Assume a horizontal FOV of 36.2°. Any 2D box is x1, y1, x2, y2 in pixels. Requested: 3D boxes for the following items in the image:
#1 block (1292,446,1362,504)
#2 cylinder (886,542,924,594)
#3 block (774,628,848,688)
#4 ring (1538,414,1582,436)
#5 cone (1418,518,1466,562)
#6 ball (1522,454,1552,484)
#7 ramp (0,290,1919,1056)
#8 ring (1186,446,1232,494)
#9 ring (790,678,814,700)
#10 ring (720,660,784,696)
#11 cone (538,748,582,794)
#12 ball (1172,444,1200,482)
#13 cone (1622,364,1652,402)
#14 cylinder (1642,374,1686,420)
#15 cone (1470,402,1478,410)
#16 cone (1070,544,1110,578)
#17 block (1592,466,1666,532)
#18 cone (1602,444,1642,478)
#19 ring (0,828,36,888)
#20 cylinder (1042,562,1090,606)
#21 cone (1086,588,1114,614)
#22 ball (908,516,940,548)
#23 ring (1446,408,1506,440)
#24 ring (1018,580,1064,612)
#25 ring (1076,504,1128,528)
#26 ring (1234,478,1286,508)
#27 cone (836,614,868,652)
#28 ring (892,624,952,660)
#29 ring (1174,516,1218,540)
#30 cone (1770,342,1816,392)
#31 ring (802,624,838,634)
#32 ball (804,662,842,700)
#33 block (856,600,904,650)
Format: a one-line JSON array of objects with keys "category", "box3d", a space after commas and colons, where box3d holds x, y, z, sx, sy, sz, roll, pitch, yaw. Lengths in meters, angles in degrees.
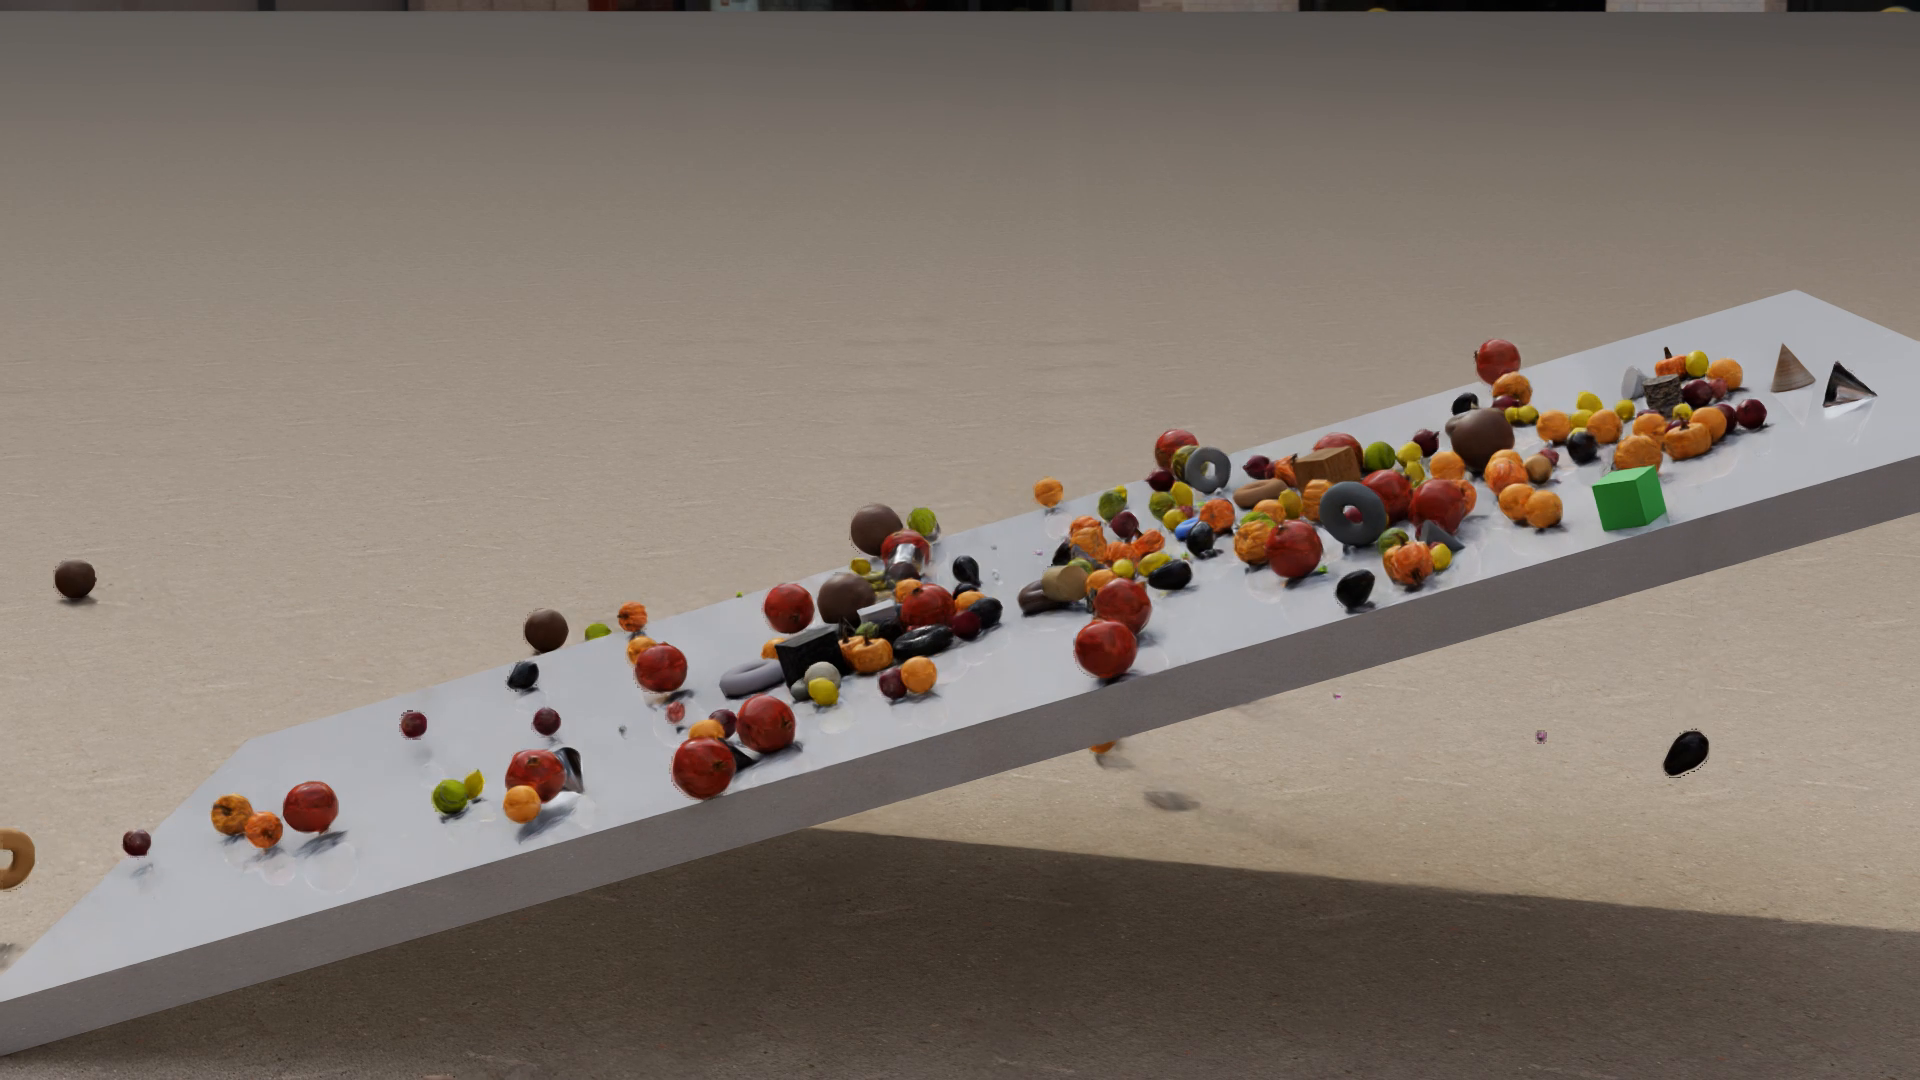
[{"category": "block", "box3d": [0.795, -0.140, 6.352, 0.096, 0.096, 0.096, -24, 12, -35]}, {"category": "cylinder", "box3d": [-0.127, 0.065, 6.747, 0.085, 0.085, 0.085, -1, 42, -3]}, {"category": "block", "box3d": [-0.307, 0.247, 6.082, 0.097, 0.097, 0.097, -22, 11, -27]}, {"category": "ring", "box3d": [1.285, -0.246, 6.296, 0.093, 0.031, 0.093, -17, 8, 3]}, {"category": "cone", "box3d": [0.910, 0.007, 5.523, 0.083, 0.083, 0.083, 10, 11, -2]}, {"category": "ball", "box3d": [1.151, -0.141, 5.866, 0.060, 0.060, 0.060, 0, 11, 0]}, {"category": "ramp", "box3d": [0.093, 0.186, 6.317, 4.000, 0.100, 2.000, -16, 10, 5]}, {"category": "ring", "box3d": [0.575, -0.162, 6.813, 0.109, 0.109, 0.036, -1, 3, -3]}, {"category": "ring", "box3d": [-0.299, 0.298, 5.980, 0.097, 0.032, 0.097, -15, 14, 4]}, {"category": "ring", "box3d": [-0.440, 0.290, 6.218, 0.141, 0.047, 0.141, -15, 11, 3]}, {"category": "cone", "box3d": [-0.763, 0.473, 5.769, 0.097, 0.097, 0.097, -8, 30, -34]}, {"category": "ball", "box3d": [0.549, -0.182, 7.010, 0.091, 0.091, 0.091, 0, 11, 0]}, {"category": "cone", "box3d": [1.498, -0.336, 6.414, 0.082, 0.082, 0.082, 10, 9, -10]}, {"category": "cylinder", "box3d": [1.473, -0.299, 6.147, 0.075, 0.075, 0.075, -17, 10, 3]}, {"category": "cone", "box3d": [1.180, -0.276, 6.647, 0.060, 0.060, 0.060, 13, 14, 11]}, {"category": "cone", "box3d": [0.279, 0.059, 6.286, 0.092, 0.092, 0.092, 11, 12, 3]}, {"category": "block", "box3d": [1.212, -0.076, 5.326, 0.087, 0.087, 0.087, -9, 13, 40]}, {"category": "cone", "box3d": [1.292, -0.141, 5.699, 0.078, 0.078, 0.078, 10, 11, -1]}, {"category": "ring", "box3d": [-2.031, 0.677, 6.250, 0.134, 0.134, 0.045, -8, 16, -36]}, {"category": "cylinder", "box3d": [0.217, 0.089, 6.043, 0.074, 0.074, 0.074, -6, 18, -29]}, {"category": "cone", "box3d": [0.290, 0.127, 5.951, 0.053, 0.053, 0.053, 8, 9, -16]}, {"category": "ball", "box3d": [-0.087, -0.021, 7.235, 0.078, 0.078, 0.078, 0, 11, 0]}, {"category": "ring", "box3d": [1.150, -0.260, 6.562, 0.137, 0.046, 0.137, -15, 10, 3]}, {"category": "ring", "box3d": [0.188, 0.111, 6.144, 0.141, 0.047, 0.141, -16, 11, 3]}, {"category": "ring", "box3d": [0.337, -0.052, 6.891, 0.128, 0.043, 0.128, 4, 14, -1]}, {"category": "ring", "box3d": [0.667, -0.105, 6.537, 0.121, 0.040, 0.121, -16, 9, 3]}, {"category": "cone", "box3d": [-0.246, 0.195, 6.324, 0.076, 0.076, 0.076, -17, 10, 3]}, {"category": "ring", "box3d": [-0.078, 0.211, 6.052, 0.131, 0.044, 0.131, -18, 10, 3]}, {"category": "ring", "box3d": [0.513, -0.027, 6.394, 0.097, 0.032, 0.097, -17, 9, 3]}, {"category": "cone", "box3d": [1.703, -0.363, 6.051, 0.094, 0.094, 0.094, -17, 10, 3]}, {"category": "ring", "box3d": [-0.305, 0.215, 6.421, 0.122, 0.041, 0.122, -17, 8, 3]}, {"category": "ball", "box3d": [-0.276, 0.281, 5.903, 0.076, 0.076, 0.076, 0, 11, 0]}, {"category": "block", "box3d": [-0.170, 0.180, 6.275, 0.077, 0.077, 0.077, -18, 10, -4]}]
